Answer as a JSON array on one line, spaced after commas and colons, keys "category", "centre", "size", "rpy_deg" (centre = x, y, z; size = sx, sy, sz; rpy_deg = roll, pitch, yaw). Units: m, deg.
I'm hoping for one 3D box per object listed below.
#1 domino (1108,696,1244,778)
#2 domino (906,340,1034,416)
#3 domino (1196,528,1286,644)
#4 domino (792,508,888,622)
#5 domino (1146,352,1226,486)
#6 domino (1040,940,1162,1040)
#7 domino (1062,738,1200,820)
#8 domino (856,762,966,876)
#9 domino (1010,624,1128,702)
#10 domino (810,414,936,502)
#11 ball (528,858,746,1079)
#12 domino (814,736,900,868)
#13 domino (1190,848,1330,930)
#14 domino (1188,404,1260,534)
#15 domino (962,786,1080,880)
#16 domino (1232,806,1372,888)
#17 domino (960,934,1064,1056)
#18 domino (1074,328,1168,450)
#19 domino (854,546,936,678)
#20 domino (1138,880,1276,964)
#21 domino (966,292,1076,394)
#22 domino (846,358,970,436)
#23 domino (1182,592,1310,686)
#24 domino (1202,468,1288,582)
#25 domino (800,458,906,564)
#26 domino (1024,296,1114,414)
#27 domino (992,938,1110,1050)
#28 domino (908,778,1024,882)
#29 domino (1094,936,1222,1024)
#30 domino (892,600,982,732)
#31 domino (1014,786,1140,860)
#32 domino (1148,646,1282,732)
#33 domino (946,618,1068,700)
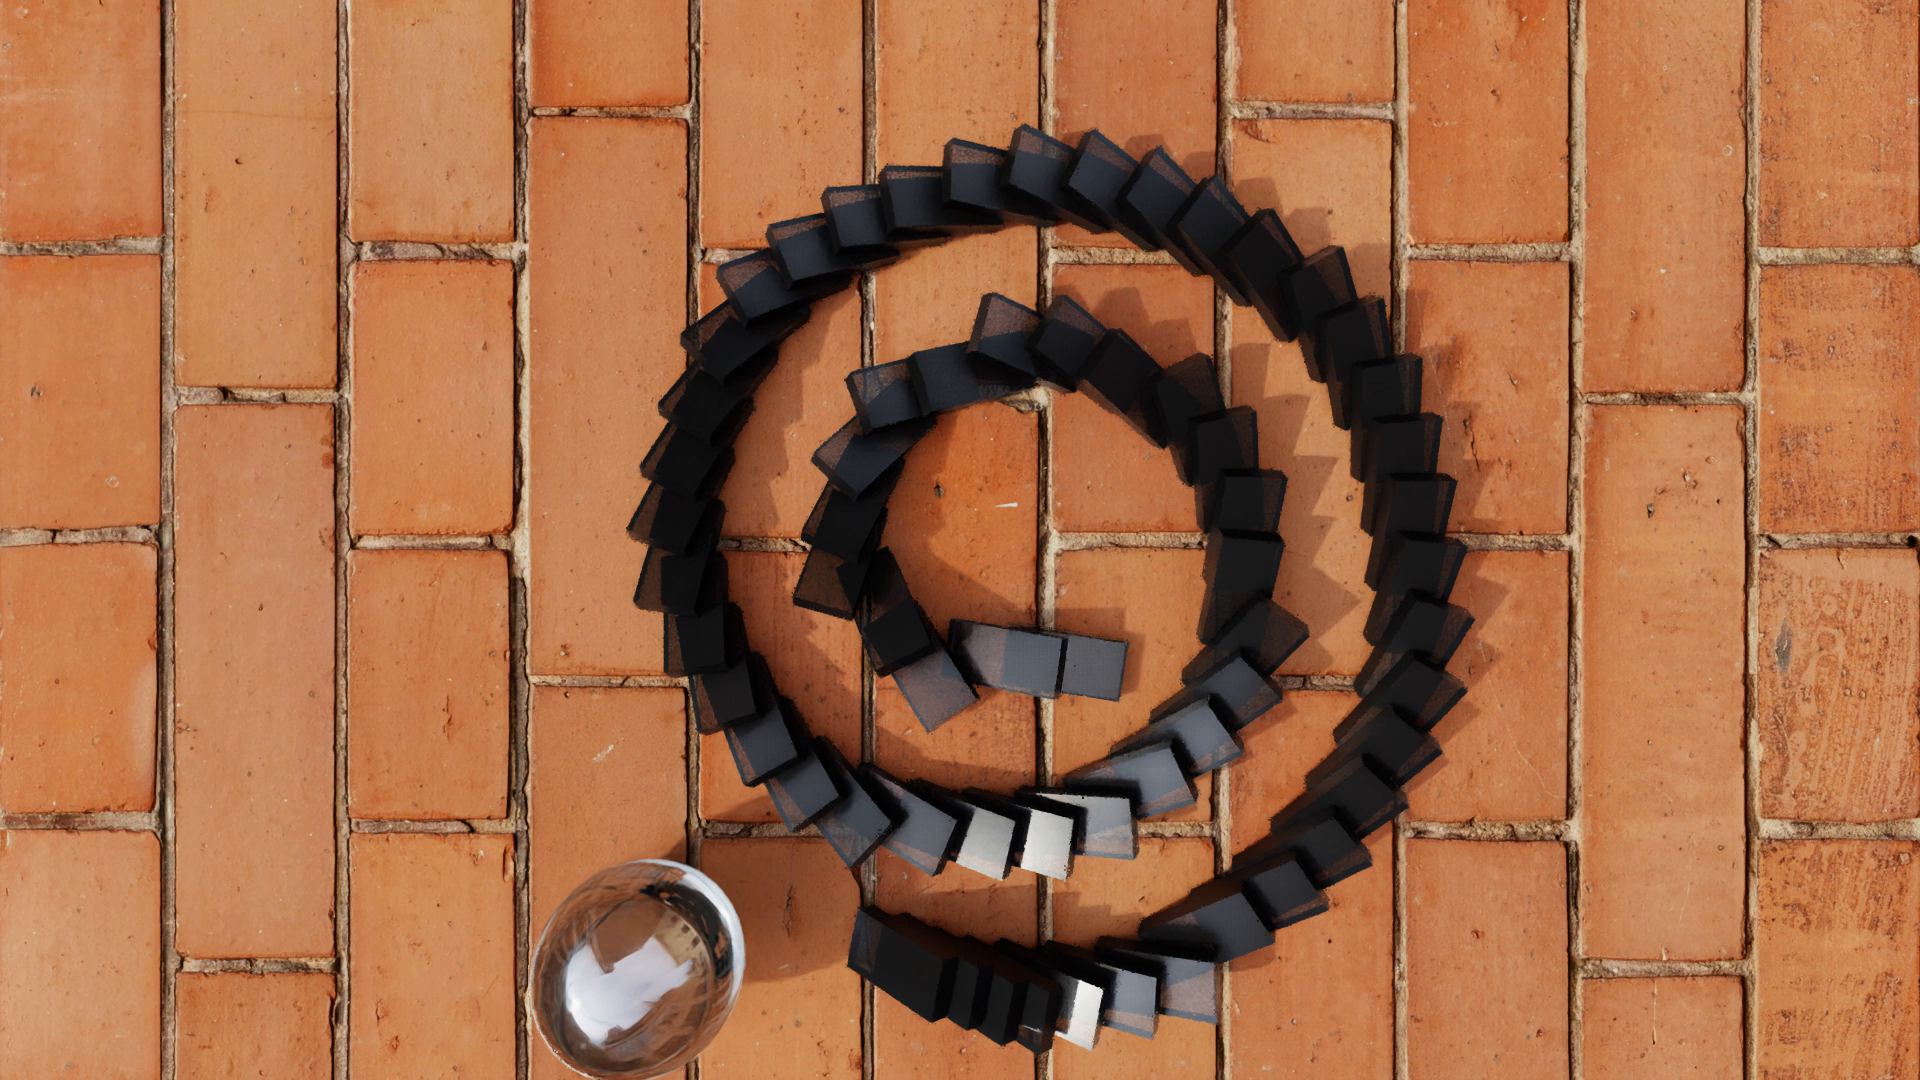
[{"category": "domino", "centre": [0.090, 0.088, 0.385], "size": [0.050, 0.009, 0.025], "rpy_deg": [-35, 90, 26]}, {"category": "domino", "centre": [0.005, -0.070, 0.385], "size": [0.050, 0.009, 0.025], "rpy_deg": [-17, 90, -25]}, {"category": "domino", "centre": [0.117, 0.021, 0.385], "size": [0.025, 0.010, 0.050], "rpy_deg": [5, 114, 0]}, {"category": "domino", "centre": [-0.049, 0.007, 0.384], "size": [0.025, 0.010, 0.050], "rpy_deg": [15, 63, 2]}, {"category": "domino", "centre": [0.098, -0.050, 0.384], "size": [0.025, 0.009, 0.050], "rpy_deg": [-26, 116, -1]}, {"category": "domino", "centre": [0.058, 0.188, 0.385], "size": [0.050, 0.010, 0.025], "rpy_deg": [4, 90, 26]}, {"category": "domino", "centre": [0.071, 0.104, 0.385], "size": [0.050, 0.010, 0.025], "rpy_deg": [-25, 90, 25]}, {"category": "domino", "centre": [-0.025, 0.117, 0.385], "size": [0.050, 0.009, 0.025], "rpy_deg": [23, 90, 25]}, {"category": "domino", "centre": [0.045, 0.053, 0.395], "size": [0.050, 0.010, 0.025], "rpy_deg": [9, 90, 0]}, {"category": "domino", "centre": [-0.036, -0.042, 0.385], "size": [0.025, 0.010, 0.050], "rpy_deg": [44, 64, 0]}, {"category": "ball", "centre": [-0.125, 0.167, 0.360], "size": [0.080, 0.080, 0.080], "rpy_deg": [0, 90, 0]}, {"category": "domino", "centre": [-0.051, 0.109, 0.385], "size": [0.025, 0.009, 0.050], "rpy_deg": [-47, 65, 0]}, {"category": "domino", "centre": [0.125, 0.151, 0.386], "size": [0.050, 0.009, 0.025], "rpy_deg": [-34, 91, 24]}, {"category": "domino", "centre": [0.112, -0.029, 0.385], "size": [0.025, 0.009, 0.050], "rpy_deg": [-12, 115, -2]}, {"category": "domino", "centre": [0.024, 0.123, 0.385], "size": [0.050, 0.010, 0.025], "rpy_deg": [8, 90, 25]}, {"category": "domino", "centre": [0.143, 0.135, 0.386], "size": [0.050, 0.010, 0.025], "rpy_deg": [-39, 90, 24]}, {"category": "domino", "centre": [0.017, 0.187, 0.380], "size": [0.050, 0.009, 0.025], "rpy_deg": [10, 90, 41]}, {"category": "domino", "centre": [0.075, -0.063, 0.385], "size": [0.050, 0.009, 0.025], "rpy_deg": [36, 90, -26]}, {"category": "domino", "centre": [-0.032, 0.030, 0.384], "size": [0.025, 0.010, 0.050], "rpy_deg": [-26, 61, 0]}, {"category": "domino", "centre": [0.103, 0.165, 0.386], "size": [0.050, 0.010, 0.025], "rpy_deg": [-34, 90, 23]}, {"category": "domino", "centre": [0.029, -0.082, 0.384], "size": [0.050, 0.010, 0.025], "rpy_deg": [17, 87, -28]}, {"category": "domino", "centre": [-0.020, -0.063, 0.385], "size": [0.050, 0.009, 0.025], "rpy_deg": [-19, 87, -25]}, {"category": "domino", "centre": [0.119, 0.048, 0.384], "size": [0.025, 0.010, 0.050], "rpy_deg": [34, 117, -2]}, {"category": "domino", "centre": [0.119, -0.005, 0.385], "size": [0.025, 0.009, 0.050], "rpy_deg": [2, 114, -2]}, {"category": "domino", "centre": [-0.044, -0.017, 0.384], "size": [0.025, 0.010, 0.050], "rpy_deg": [24, 63, 0]}, {"category": "domino", "centre": [0.054, -0.077, 0.384], "size": [0.050, 0.010, 0.025], "rpy_deg": [32, 87, -26]}, {"category": "domino", "centre": [0.036, 0.189, 0.384], "size": [0.050, 0.010, 0.025], "rpy_deg": [10, 90, 28]}, {"category": "domino", "centre": [-0.001, 0.121, 0.385], "size": [0.050, 0.009, 0.025], "rpy_deg": [13, 90, 25]}, {"category": "domino", "centre": [0.082, 0.184, 0.385], "size": [0.050, 0.010, 0.025], "rpy_deg": [-3, 91, 26]}, {"category": "domino", "centre": [-0.016, 0.053, 0.387], "size": [0.025, 0.009, 0.050], "rpy_deg": [-35, 74, 5]}, {"category": "domino", "centre": [0.049, 0.118, 0.385], "size": [0.050, 0.009, 0.025], "rpy_deg": [-4, 90, 25]}, {"category": "domino", "centre": [0.107, 0.070, 0.385], "size": [0.025, 0.009, 0.050], "rpy_deg": [46, 116, -1]}, {"category": "domino", "centre": [0.019, 0.050, 0.386], "size": [0.050, 0.009, 0.025], "rpy_deg": [8, 90, 23]}]
